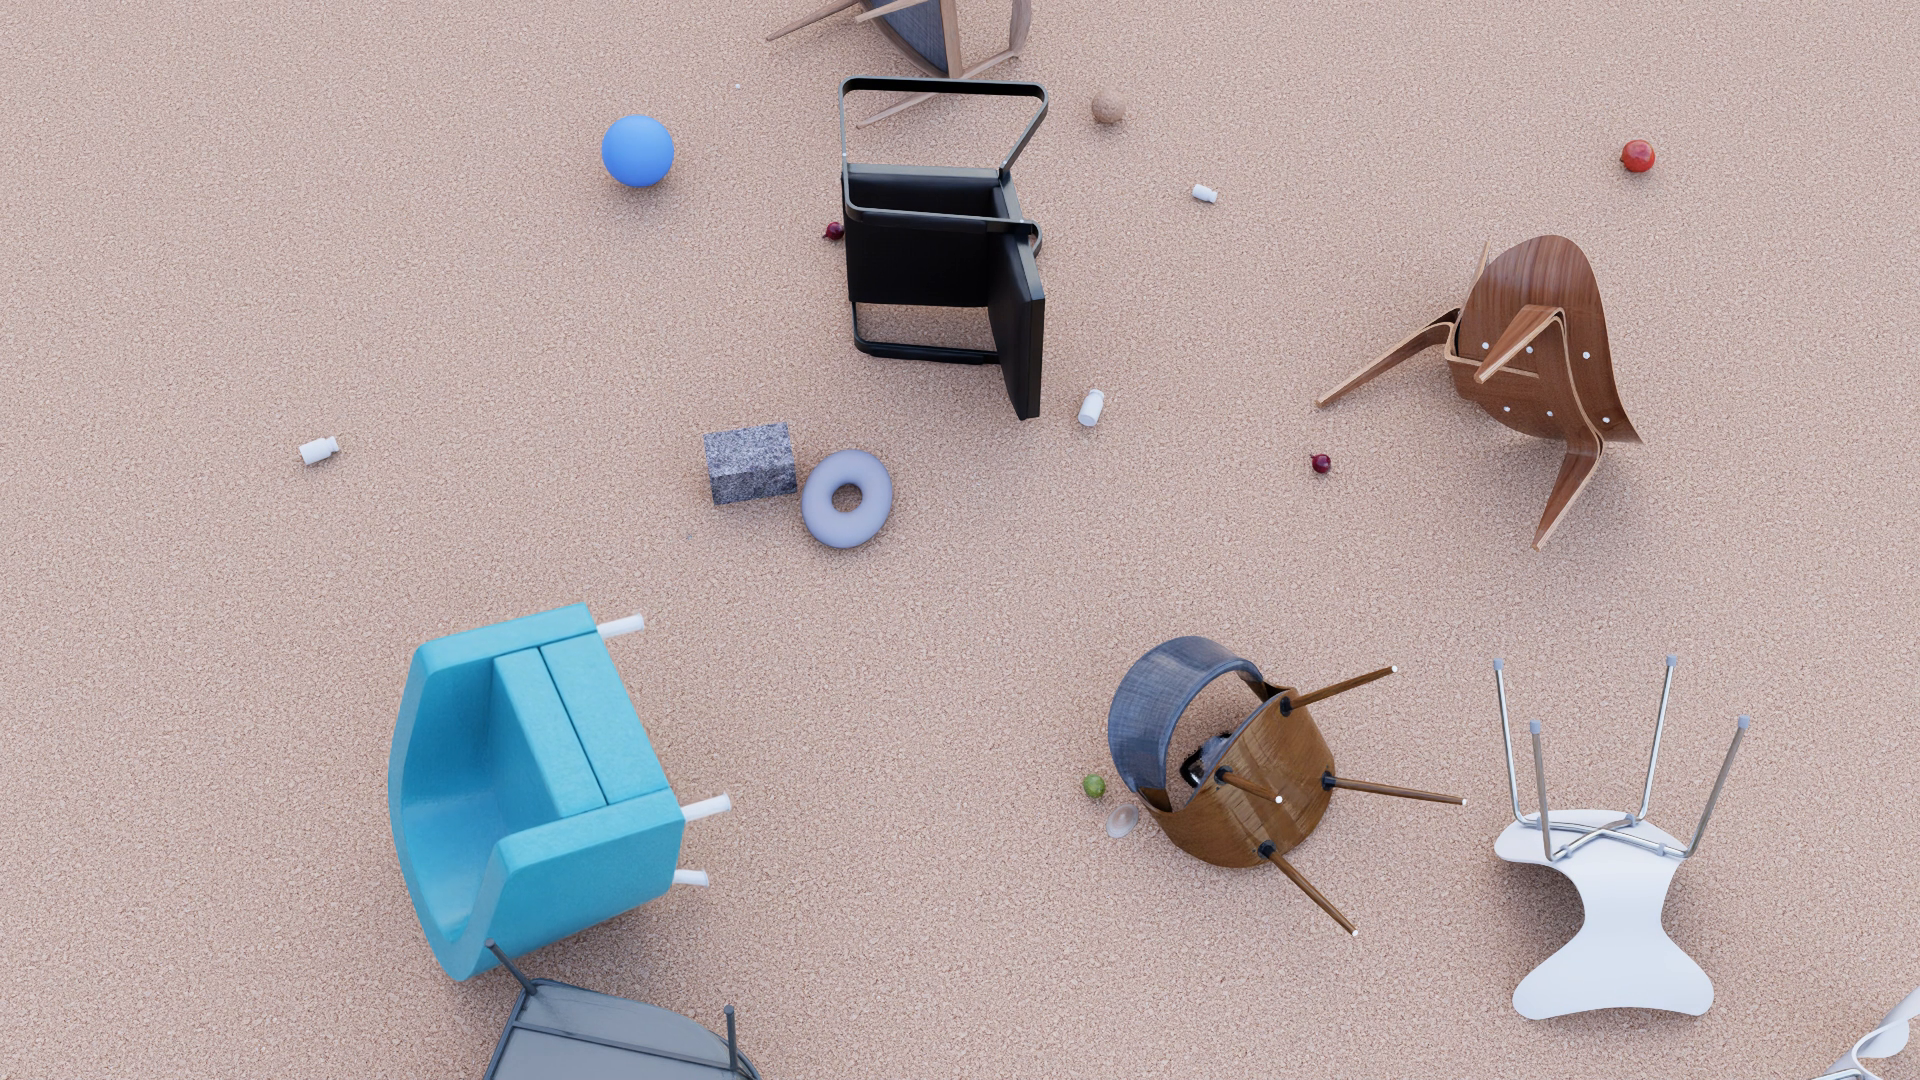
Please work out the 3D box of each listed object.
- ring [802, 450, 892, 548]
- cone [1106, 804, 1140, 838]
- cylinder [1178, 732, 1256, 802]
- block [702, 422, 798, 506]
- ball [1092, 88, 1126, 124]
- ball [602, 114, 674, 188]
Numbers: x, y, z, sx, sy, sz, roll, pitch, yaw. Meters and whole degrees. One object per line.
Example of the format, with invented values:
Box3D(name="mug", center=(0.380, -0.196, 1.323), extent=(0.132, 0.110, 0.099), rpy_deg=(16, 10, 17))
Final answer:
Box3D(name="ring", center=(-0.339, -0.125, 6.608), extent=(0.272, 0.085, 0.352), rpy_deg=(9, 57, 5))
Box3D(name="cone", center=(0.447, 0.760, 6.035), extent=(0.077, 0.047, 0.122), rpy_deg=(30, 61, 19))
Box3D(name="cylinder", center=(0.713, 0.628, 6.090), extent=(0.187, 0.103, 0.108), rpy_deg=(-33, 62, -15))
Box3D(name="block", center=(-0.633, -0.231, 6.641), extent=(0.255, 0.146, 0.162), rpy_deg=(-9, 57, -6))
Box3D(name="ball", center=(0.507, -1.479, 7.495), extent=(0.118, 0.118, 0.118), rpy_deg=(0, 56, 0))
Box3D(name="ball", center=(-1.069, -1.290, 7.296), extent=(0.239, 0.239, 0.239), rpy_deg=(0, 56, 0))
